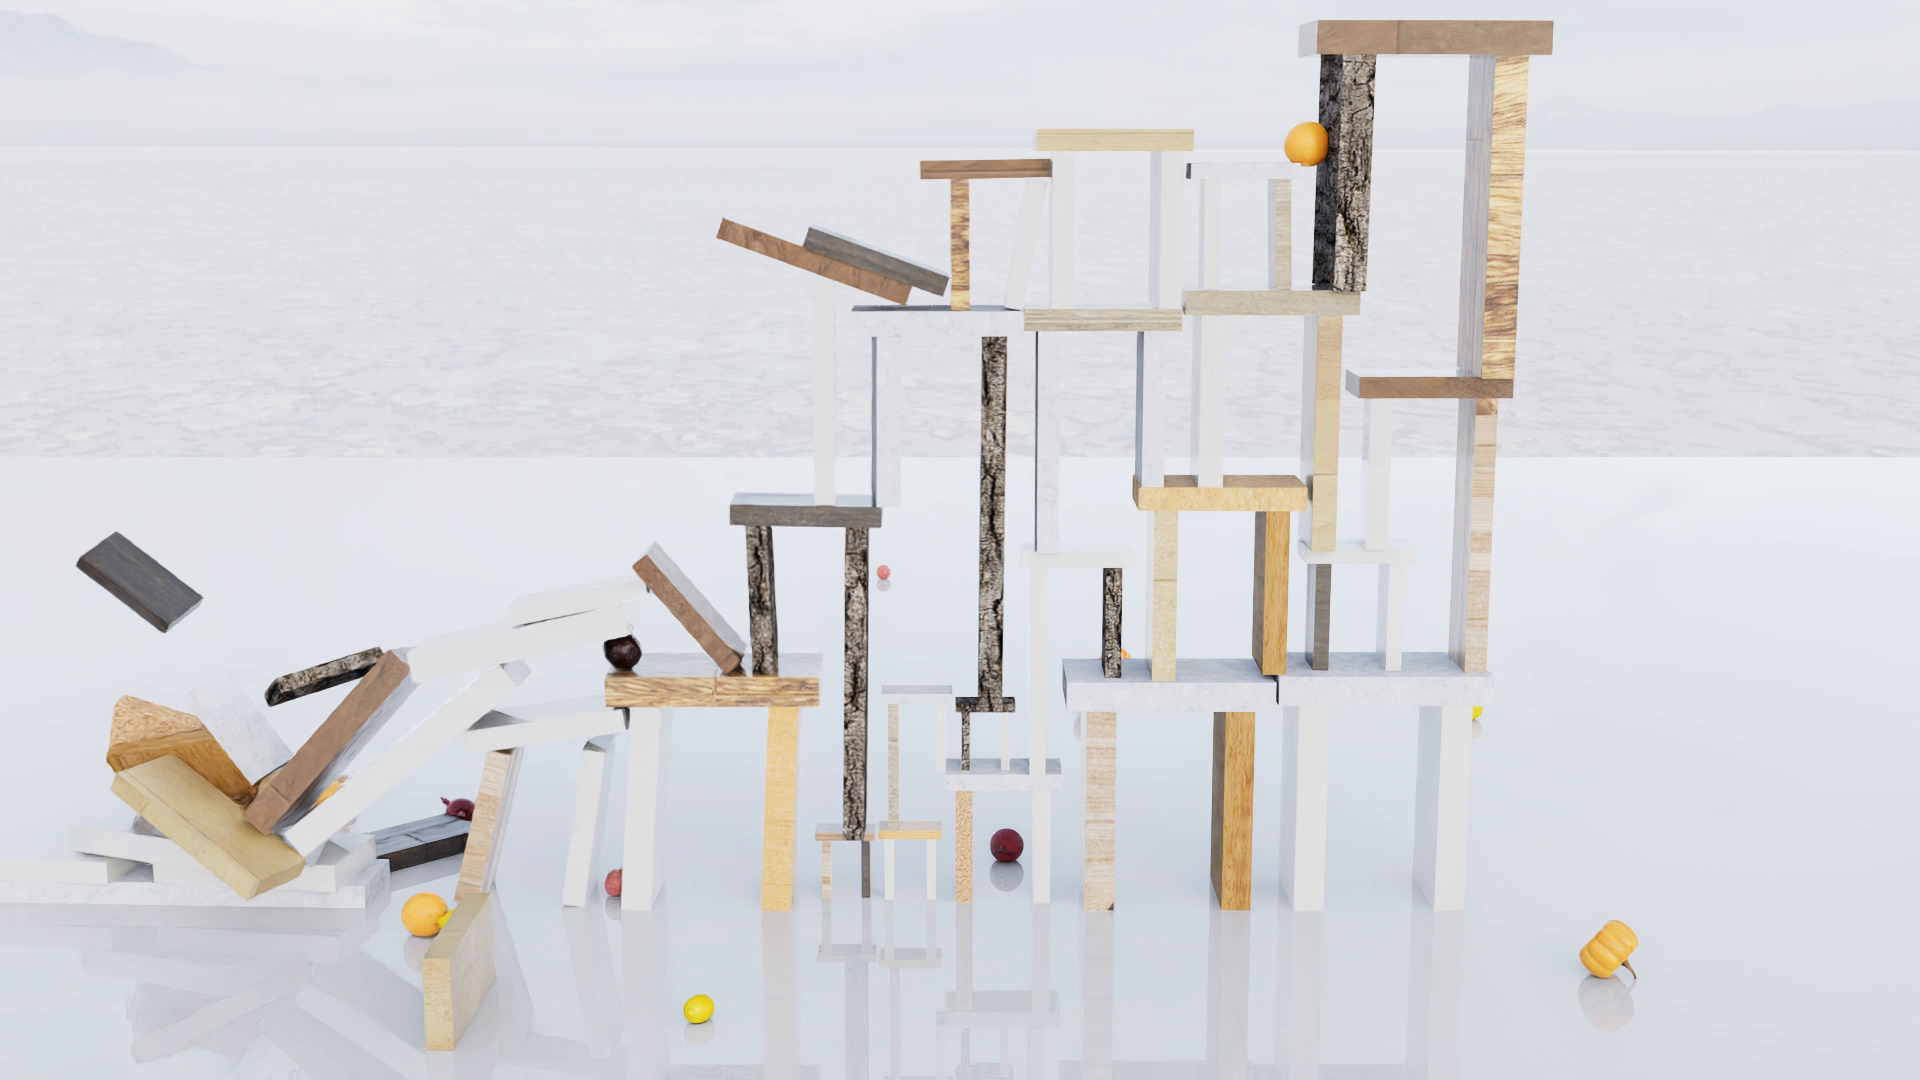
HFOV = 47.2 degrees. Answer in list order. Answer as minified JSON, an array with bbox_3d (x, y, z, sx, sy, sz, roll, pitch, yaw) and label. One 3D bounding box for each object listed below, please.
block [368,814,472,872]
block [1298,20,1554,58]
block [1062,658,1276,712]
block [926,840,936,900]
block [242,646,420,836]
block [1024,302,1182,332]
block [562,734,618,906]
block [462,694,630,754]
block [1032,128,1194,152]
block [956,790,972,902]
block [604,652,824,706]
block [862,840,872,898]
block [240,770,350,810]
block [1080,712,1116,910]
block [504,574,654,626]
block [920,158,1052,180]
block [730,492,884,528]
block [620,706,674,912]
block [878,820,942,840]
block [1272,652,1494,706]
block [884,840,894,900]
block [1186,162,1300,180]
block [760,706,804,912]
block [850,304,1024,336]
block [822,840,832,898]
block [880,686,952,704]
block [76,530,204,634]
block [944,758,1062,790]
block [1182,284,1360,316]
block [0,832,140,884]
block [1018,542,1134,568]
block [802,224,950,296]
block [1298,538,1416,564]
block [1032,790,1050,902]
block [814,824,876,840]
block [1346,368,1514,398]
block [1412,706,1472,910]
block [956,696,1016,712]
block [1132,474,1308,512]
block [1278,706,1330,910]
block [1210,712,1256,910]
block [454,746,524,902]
[{"bbox_3d":[-0.974,0.537,3.861,0.124,0.035,0.248,10,15,44],"label":"block"},{"bbox_3d":[0.720,-0.778,3.421,0.358,0.051,0.179,0,11,0],"label":"block"},{"bbox_3d":[0.339,0.237,3.607,0.335,0.047,0.167,0,11,0],"label":"block"},{"bbox_3d":[-0.048,0.539,3.656,0.015,0.104,0.052,0,11,0],"label":"block"},{"bbox_3d":[-1.012,0.325,3.595,0.050,0.351,0.176,41,-2,0],"label":"block"},{"bbox_3d":[0.223,-0.354,3.492,0.247,0.035,0.123,0,11,-1],"label":"block"},{"bbox_3d":[-0.614,0.458,3.645,0.037,0.265,0.132,9,10,-2],"label":"block"},{"bbox_3d":[-0.668,0.297,3.604,0.265,0.037,0.132,-8,10,4],"label":"block"},{"bbox_3d":[0.238,-0.626,3.440,0.242,0.034,0.121,0,11,-1],"label":"block"},{"bbox_3d":[0.007,0.495,3.656,0.027,0.192,0.096,0,11,0],"label":"block"},{"bbox_3d":[-0.398,0.228,3.602,0.342,0.048,0.171,0,11,-1],"label":"block"},{"bbox_3d":[-0.156,0.541,3.664,0.014,0.099,0.049,0,11,0],"label":"block"},{"bbox_3d":[-1.309,0.487,4.102,0.158,0.045,0.316,8,13,38],"label":"block"},{"bbox_3d":[0.227,0.425,3.642,0.047,0.335,0.167,0,11,0],"label":"block"},{"bbox_3d":[-0.612,0.093,3.580,0.230,0.033,0.115,-11,7,3],"label":"block"},{"bbox_3d":[0.039,-0.584,3.458,0.203,0.029,0.102,-1,11,0],"label":"block"},{"bbox_3d":[-0.245,-0.049,3.545,0.241,0.034,0.121,1,11,-1],"label":"block"},{"bbox_3d":[-0.516,0.420,3.639,0.048,0.342,0.171,4,11,0],"label":"block"},{"bbox_3d":[-0.082,0.481,3.645,0.104,0.015,0.052,0,11,0],"label":"block"},{"bbox_3d":[0.683,0.227,3.606,0.344,0.049,0.172,0,11,0],"label":"block"},{"bbox_3d":[-0.117,0.539,3.656,0.015,0.104,0.052,0,11,0],"label":"block"},{"bbox_3d":[0.444,-0.580,3.455,0.170,0.024,0.085,0,11,0],"label":"block"},{"bbox_3d":[-0.292,0.421,3.639,0.048,0.342,0.171,3,11,-1],"label":"block"},{"bbox_3d":[-0.036,-0.349,3.496,0.270,0.038,0.135,0,11,0],"label":"block"},{"bbox_3d":[-0.221,0.540,3.664,0.014,0.099,0.050,1,11,0],"label":"block"},{"bbox_3d":[-0.071,0.253,3.603,0.116,0.016,0.058,0,11,0],"label":"block"},{"bbox_3d":[-1.348,0.069,3.615,0.181,0.026,0.090,38,36,-1],"label":"block"},{"bbox_3d":[0.071,0.387,3.636,0.192,0.027,0.096,0,11,0],"label":"block"},{"bbox_3d":[0.487,-0.381,3.490,0.272,0.039,0.136,0,11,0],"label":"block"},{"bbox_3d":[-1.519,0.531,3.677,0.268,0.038,0.134,1,11,7],"label":"block"},{"bbox_3d":[0.187,0.023,3.560,0.182,0.026,0.091,0,11,0],"label":"block"},{"bbox_3d":[-0.133,-0.443,3.472,0.231,0.033,0.116,19,10,-7],"label":"block"},{"bbox_3d":[0.642,0.018,3.567,0.176,0.025,0.088,0,11,0],"label":"block"},{"bbox_3d":[0.135,0.495,3.656,0.027,0.192,0.096,0,11,0],"label":"block"},{"bbox_3d":[-0.190,0.485,3.654,0.099,0.014,0.049,0,10,0],"label":"block"},{"bbox_3d":[0.749,-0.251,3.517,0.243,0.034,0.122,0,11,0],"label":"block"},{"bbox_3d":[0.798,0.420,3.642,0.049,0.344,0.172,0,11,0],"label":"block"},{"bbox_3d":[0.042,0.271,3.615,0.098,0.014,0.049,0,11,0],"label":"block"},{"bbox_3d":[0.416,-0.076,3.546,0.266,0.038,0.133,0,11,0],"label":"block"},{"bbox_3d":[0.569,0.420,3.642,0.049,0.344,0.172,0,11,0],"label":"block"},{"bbox_3d":[0.451,0.425,3.642,0.047,0.335,0.167,0,11,0],"label":"block"},{"bbox_3d":[-0.778,0.459,3.646,0.037,0.265,0.132,14,10,-1],"label":"block"}]
